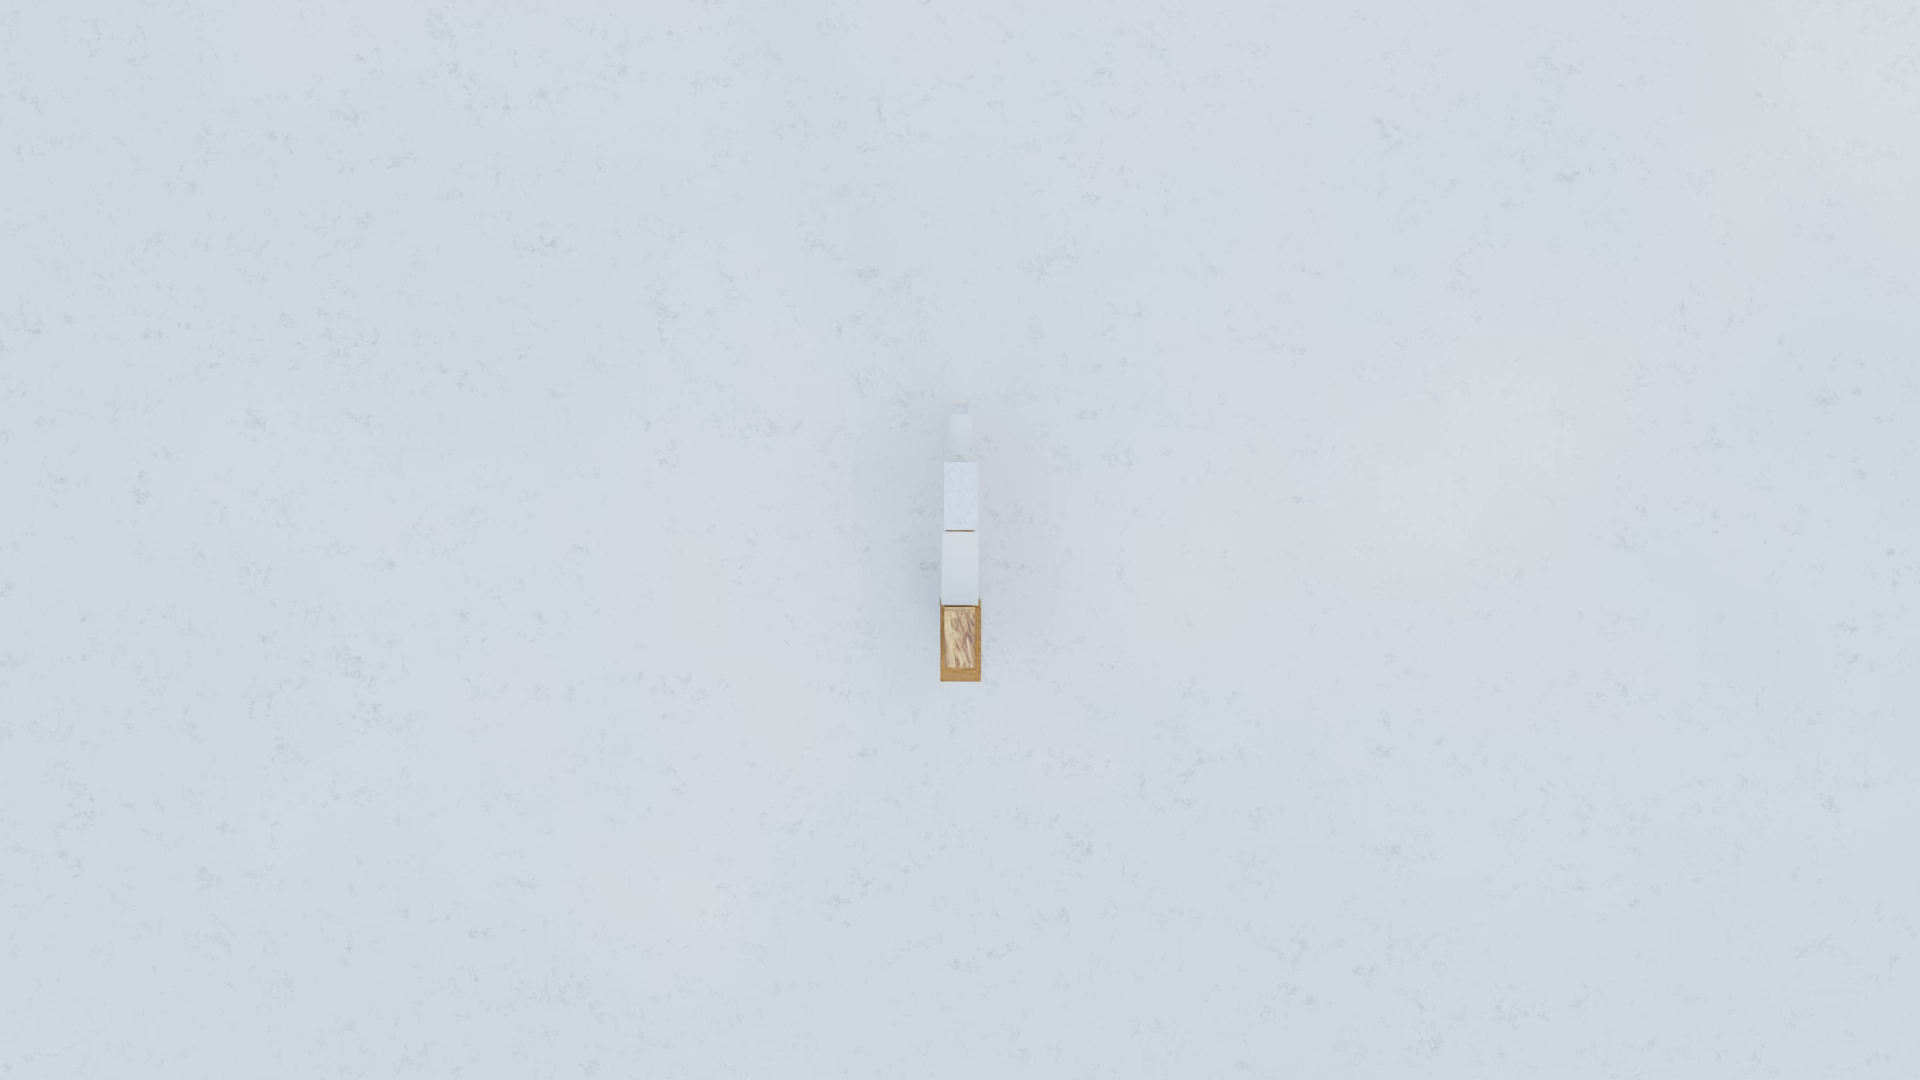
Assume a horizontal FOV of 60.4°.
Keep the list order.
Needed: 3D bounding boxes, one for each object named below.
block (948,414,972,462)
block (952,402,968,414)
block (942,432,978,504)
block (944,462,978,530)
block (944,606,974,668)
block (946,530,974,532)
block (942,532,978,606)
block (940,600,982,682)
[{"bbox_3d":[0.002,-0.314,5.093,0.072,0.020,0.143,-1,90,0],"label":"block"},{"bbox_3d":[0.003,-0.396,5.391,0.051,0.014,0.102,-1,90,0],"label":"block"},{"bbox_3d":[0.001,-0.230,5.262,0.111,0.031,0.222,0,90,0],"label":"block"},{"bbox_3d":[0.003,-0.134,5.024,0.104,0.029,0.208,0,90,0],"label":"block"},{"bbox_3d":[-0.001,0.295,5.008,0.091,0.026,0.183,0,90,0],"label":"block"},{"bbox_3d":[-0.001,-0.021,5.301,0.093,0.026,0.185,0,90,0],"label":"block"},{"bbox_3d":[0.000,0.086,5.048,0.112,0.032,0.224,1,90,0],"label":"block"},{"bbox_3d":[0.002,0.318,5.222,0.130,0.037,0.259,0,90,0],"label":"block"}]
